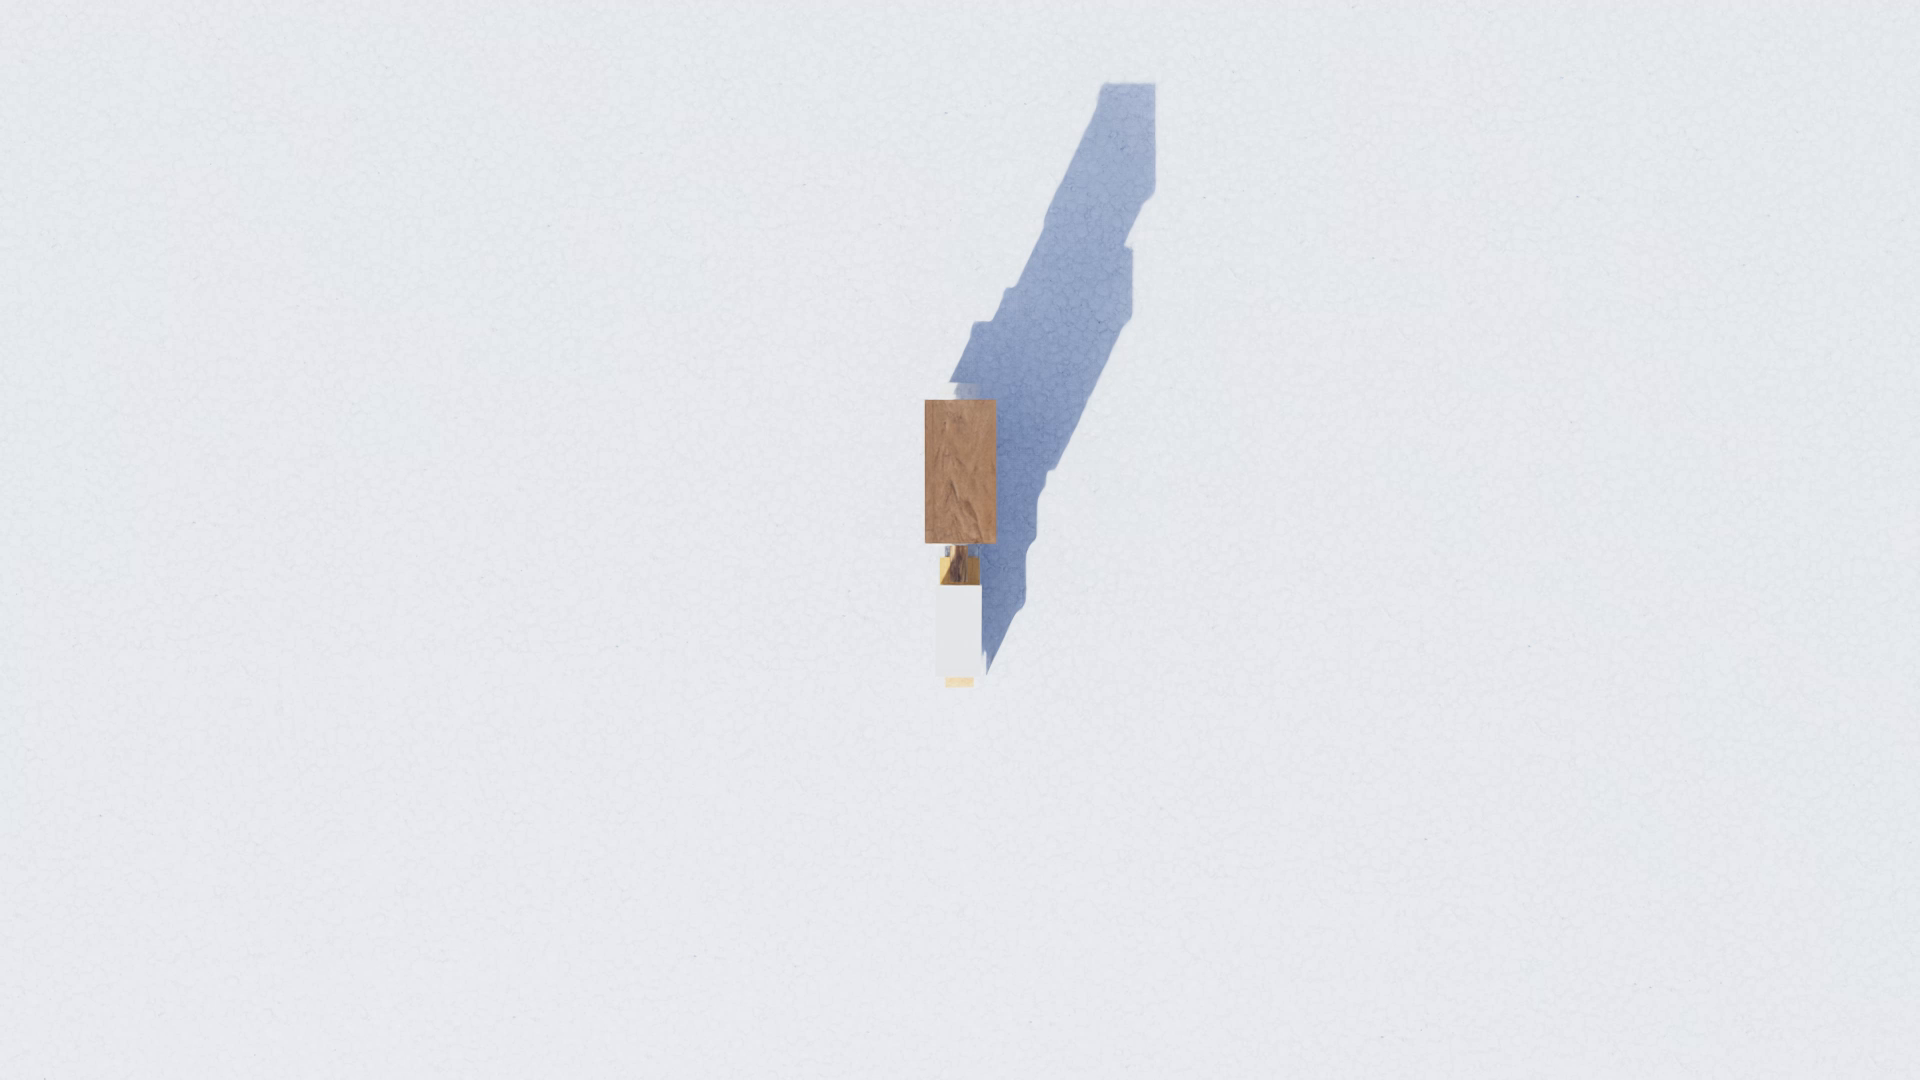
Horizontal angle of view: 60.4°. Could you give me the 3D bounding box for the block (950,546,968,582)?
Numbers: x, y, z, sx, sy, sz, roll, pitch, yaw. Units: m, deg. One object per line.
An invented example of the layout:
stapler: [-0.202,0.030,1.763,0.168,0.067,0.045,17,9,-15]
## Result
block: [-0.003,0.062,4.315,0.048,0.014,0.096,1,90,0]

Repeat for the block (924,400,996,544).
block: [0.001,-0.168,4.077,0.177,0.050,0.355,0,90,0]

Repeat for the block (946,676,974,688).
block: [-0.002,0.356,4.953,0.086,0.024,0.171,0,90,0]

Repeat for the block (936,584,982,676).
block: [-0.004,0.230,4.171,0.115,0.033,0.230,0,90,0]

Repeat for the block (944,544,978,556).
block: [0.003,-0.048,4.470,0.090,0.025,0.179,0,90,0]

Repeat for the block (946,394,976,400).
block: [0.004,-0.350,5.018,0.091,0.026,0.182,0,90,0]

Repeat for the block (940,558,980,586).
block: [-0.001,0.153,4.433,0.107,0.030,0.213,0,90,0]

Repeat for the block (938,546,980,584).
block: [0.000,0.142,4.872,0.123,0.035,0.247,0,90,0]

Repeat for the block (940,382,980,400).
block: [-0.001,-0.371,5.230,0.126,0.036,0.252,0,90,0]

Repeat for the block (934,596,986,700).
block: [0.002,0.337,5.159,0.159,0.045,0.319,0,90,0]

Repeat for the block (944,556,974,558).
block: [-0.001,0.024,4.674,0.085,0.024,0.169,0,90,0]
